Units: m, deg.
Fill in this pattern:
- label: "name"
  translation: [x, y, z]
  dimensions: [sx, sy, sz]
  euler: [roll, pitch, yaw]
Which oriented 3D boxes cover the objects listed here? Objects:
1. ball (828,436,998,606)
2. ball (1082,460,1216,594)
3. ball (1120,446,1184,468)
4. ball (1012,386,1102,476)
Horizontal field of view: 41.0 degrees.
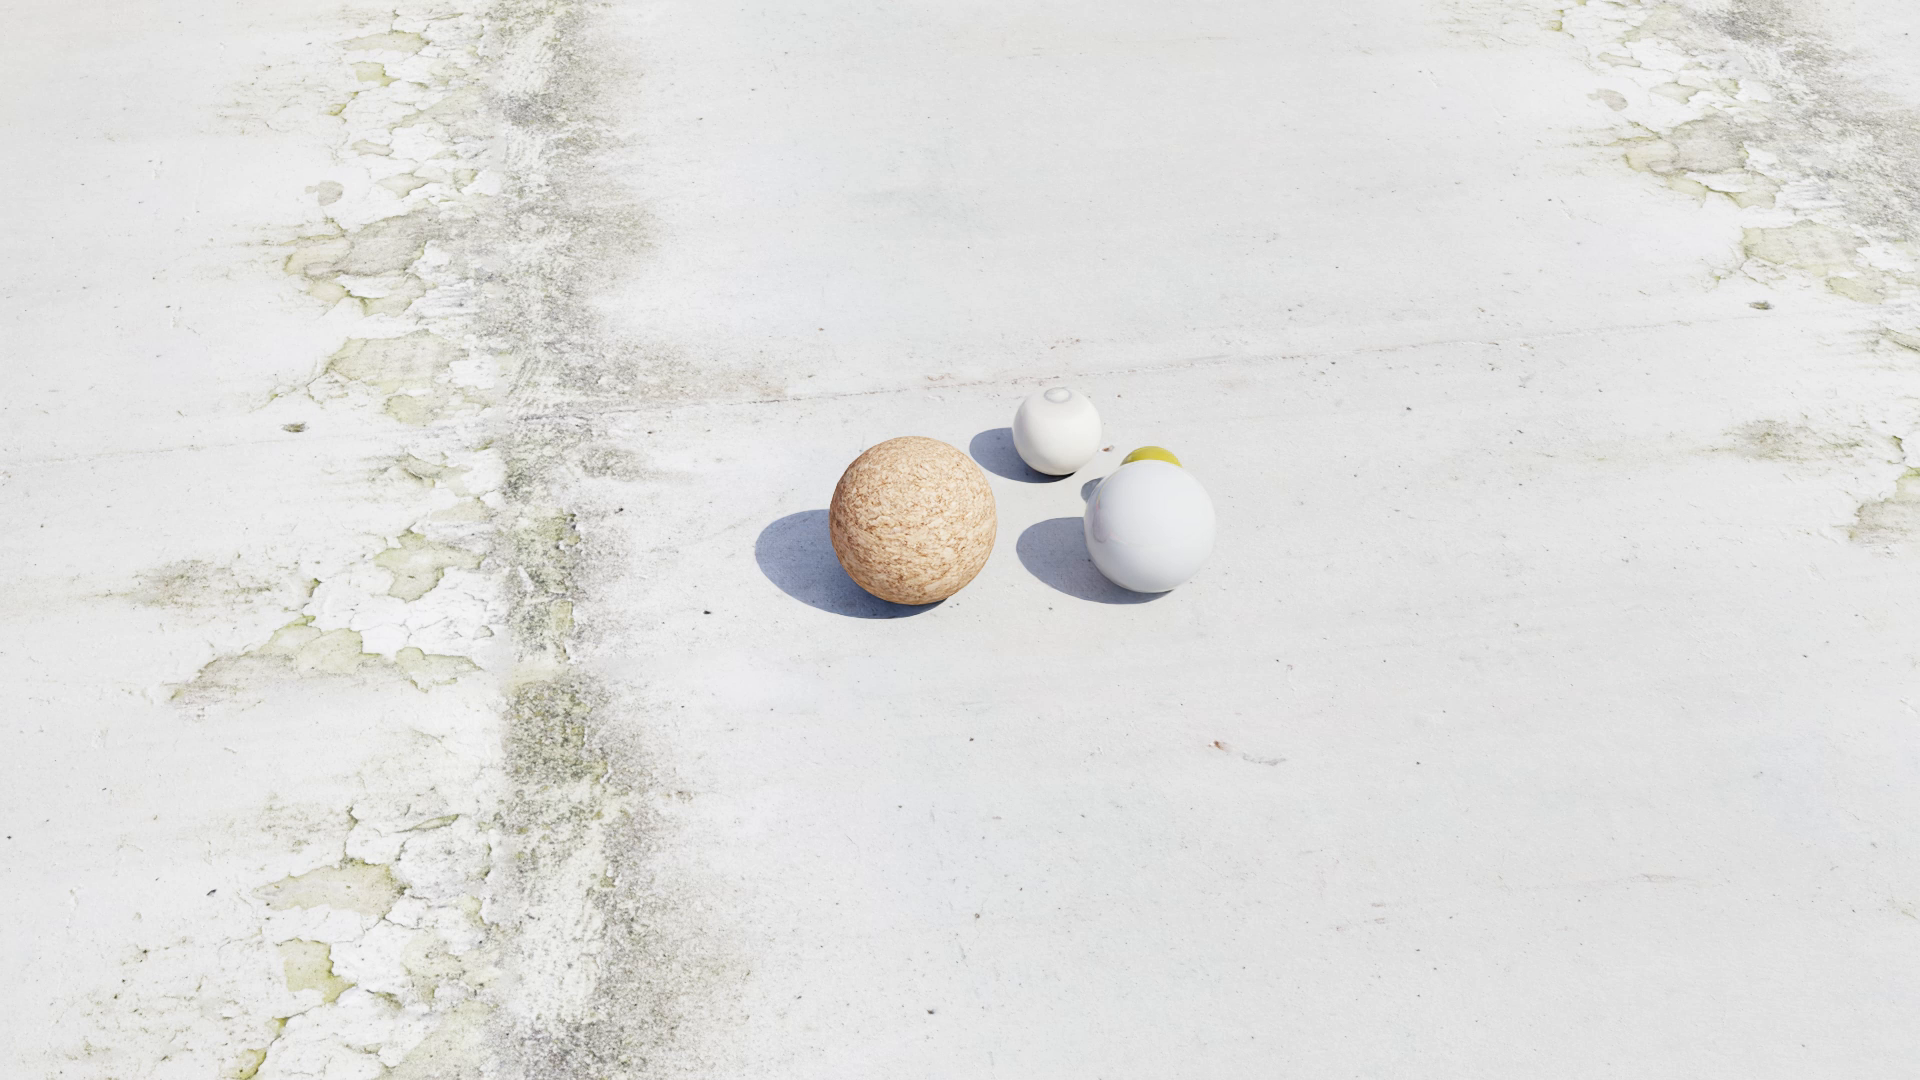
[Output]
- label: "ball"
  translation: [-0.027, -0.011, 1.499]
  dimensions: [0.099, 0.099, 0.099]
  euler: [0, 37, 0]
- label: "ball"
  translation: [0.112, -0.008, 1.511]
  dimensions: [0.079, 0.079, 0.079]
  euler: [0, 37, 0]
- label: "ball"
  translation: [0.117, -0.037, 1.579]
  dimensions: [0.043, 0.043, 0.043]
  euler: [0, 37, 0]
- label: "ball"
  translation: [0.061, -0.069, 1.611]
  dimensions: [0.056, 0.056, 0.056]
  euler: [0, 37, 0]
